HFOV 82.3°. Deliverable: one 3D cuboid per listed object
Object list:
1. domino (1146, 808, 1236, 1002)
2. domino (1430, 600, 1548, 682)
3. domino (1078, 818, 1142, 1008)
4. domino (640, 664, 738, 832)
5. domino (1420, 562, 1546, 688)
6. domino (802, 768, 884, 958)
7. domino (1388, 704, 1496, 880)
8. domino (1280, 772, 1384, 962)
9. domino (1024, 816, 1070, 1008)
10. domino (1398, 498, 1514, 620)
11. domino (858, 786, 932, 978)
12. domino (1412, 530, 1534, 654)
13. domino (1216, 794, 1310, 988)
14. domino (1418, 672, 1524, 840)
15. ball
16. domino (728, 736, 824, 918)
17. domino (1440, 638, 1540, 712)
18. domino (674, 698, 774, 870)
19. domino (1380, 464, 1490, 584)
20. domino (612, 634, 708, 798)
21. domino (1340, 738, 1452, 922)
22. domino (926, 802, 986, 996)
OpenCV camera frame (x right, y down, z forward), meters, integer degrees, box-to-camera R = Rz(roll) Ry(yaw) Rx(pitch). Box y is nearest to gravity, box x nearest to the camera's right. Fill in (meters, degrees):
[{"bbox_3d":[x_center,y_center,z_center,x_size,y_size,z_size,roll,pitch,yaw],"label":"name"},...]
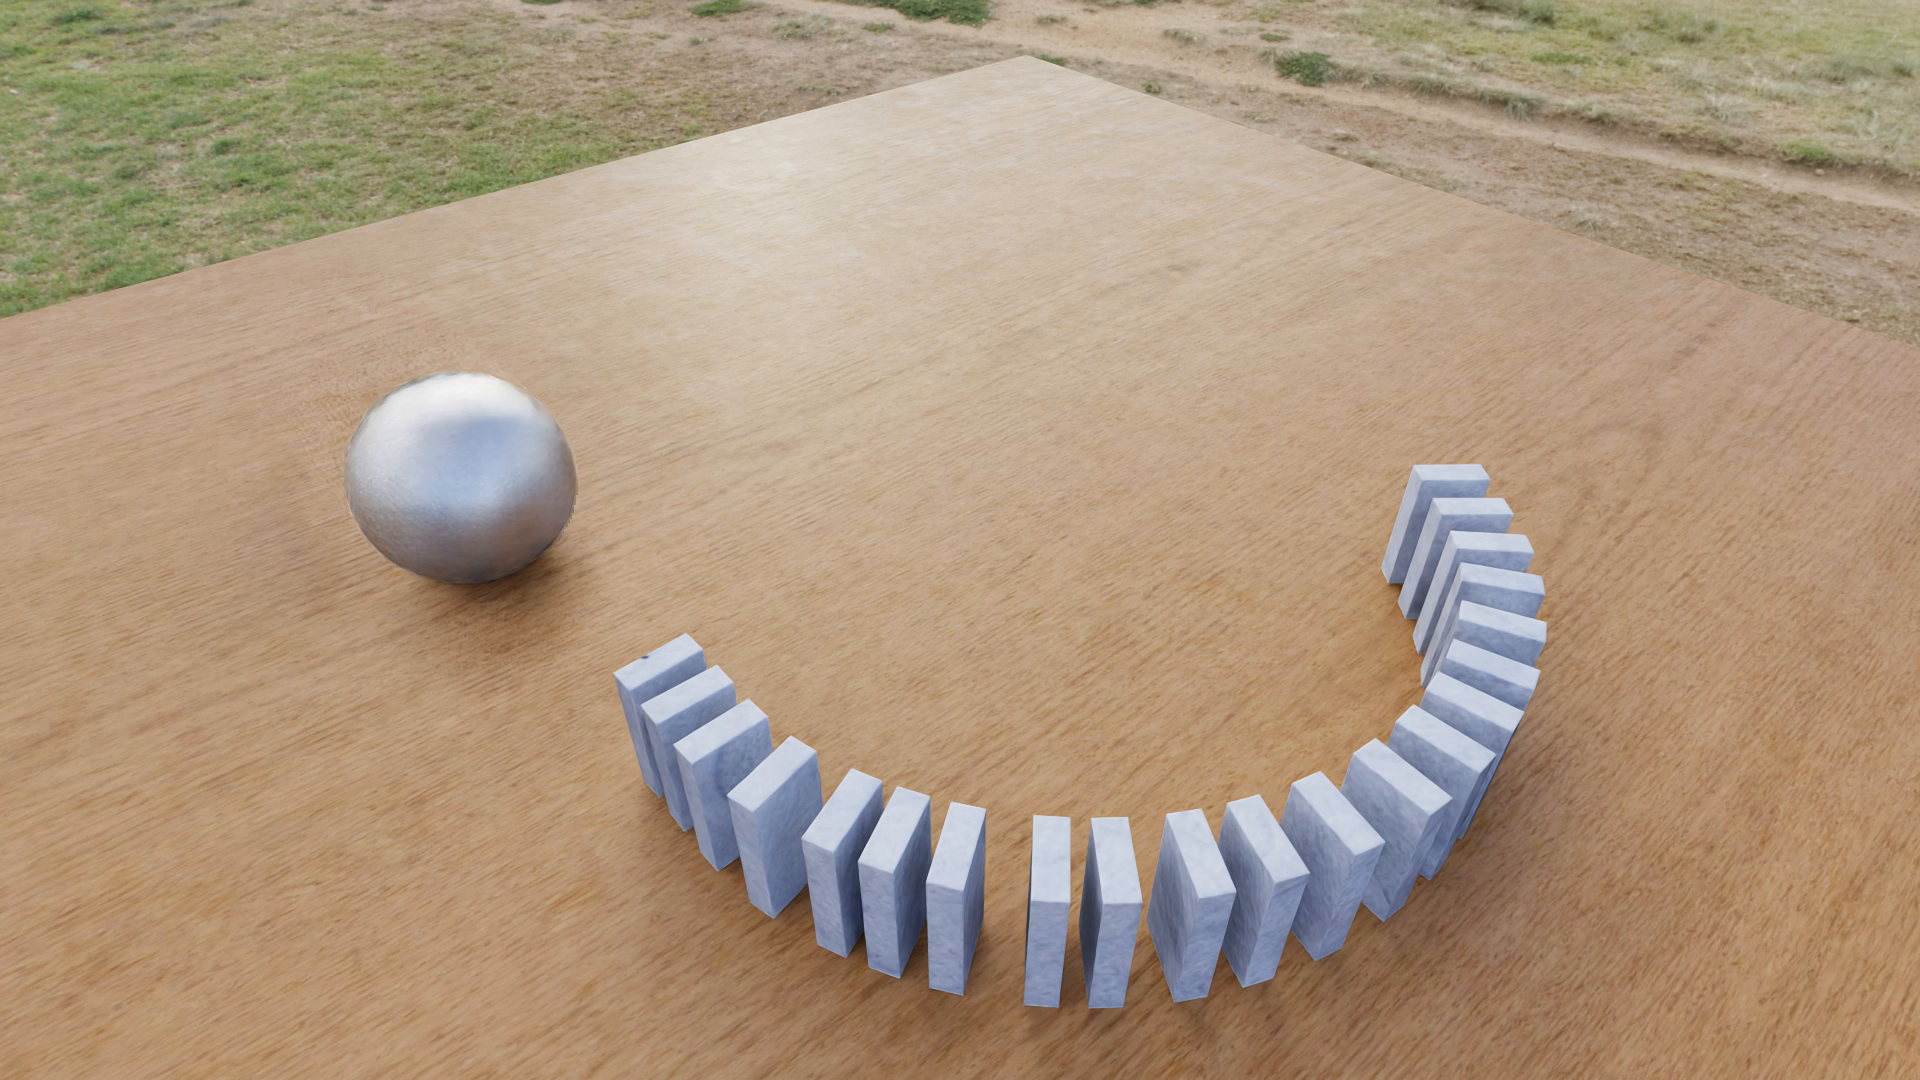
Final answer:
[{"bbox_3d":[0.060,0.098,0.292,0.009,0.050,0.025,-6,40,-8],"label":"domino"},{"bbox_3d":[0.169,0.044,0.357,0.025,0.050,0.009,16,42,19],"label":"domino"},{"bbox_3d":[0.039,0.099,0.291,0.009,0.050,0.025,-1,39,-1],"label":"domino"},{"bbox_3d":[-0.079,0.064,0.334,0.025,0.050,0.010,-28,47,-30],"label":"domino"},{"bbox_3d":[0.176,0.032,0.373,0.025,0.050,0.010,10,40,13],"label":"domino"},{"bbox_3d":[-0.031,0.089,0.302,0.009,0.050,0.025,17,42,20],"label":"domino"},{"bbox_3d":[0.135,0.074,0.321,0.010,0.050,0.025,-30,48,-32],"label":"domino"},{"bbox_3d":[0.098,0.090,0.302,0.010,0.050,0.025,-17,42,-19],"label":"domino"},{"bbox_3d":[0.023,0.099,0.291,0.010,0.050,0.025,3,39,3],"label":"domino"},{"bbox_3d":[0.180,0.007,0.402,0.025,0.050,0.009,0,39,0],"label":"domino"},{"bbox_3d":[-0.017,0.093,0.298,0.009,0.050,0.025,13,41,16],"label":"domino"},{"bbox_3d":[0.180,0.020,0.387,0.025,0.050,0.010,3,39,4],"label":"domino"},{"bbox_3d":[0.078,0.095,0.296,0.009,0.050,0.025,-11,41,-13],"label":"domino"},{"bbox_3d":[0.148,0.065,0.332,0.025,0.050,0.009,28,47,30],"label":"domino"},{"bbox_3d":[-0.188,-0.023,0.416,0.080,0.080,0.080,0,39,0],"label":"ball"},{"bbox_3d":[-0.050,0.082,0.311,0.009,0.050,0.025,24,45,27],"label":"domino"},{"bbox_3d":[0.159,0.056,0.343,0.025,0.050,0.010,22,44,25],"label":"domino"},{"bbox_3d":[-0.067,0.072,0.323,0.025,0.050,0.010,-31,48,-32],"label":"domino"},{"bbox_3d":[0.180,-0.005,0.418,0.025,0.050,0.009,-1,39,-1],"label":"domino"},{"bbox_3d":[-0.090,0.055,0.344,0.025,0.050,0.009,-30,48,-32],"label":"domino"},{"bbox_3d":[0.119,0.082,0.311,0.010,0.050,0.025,-24,45,-26],"label":"domino"},{"bbox_3d":[-0.001,0.096,0.294,0.009,0.050,0.025,9,40,11],"label":"domino"}]
